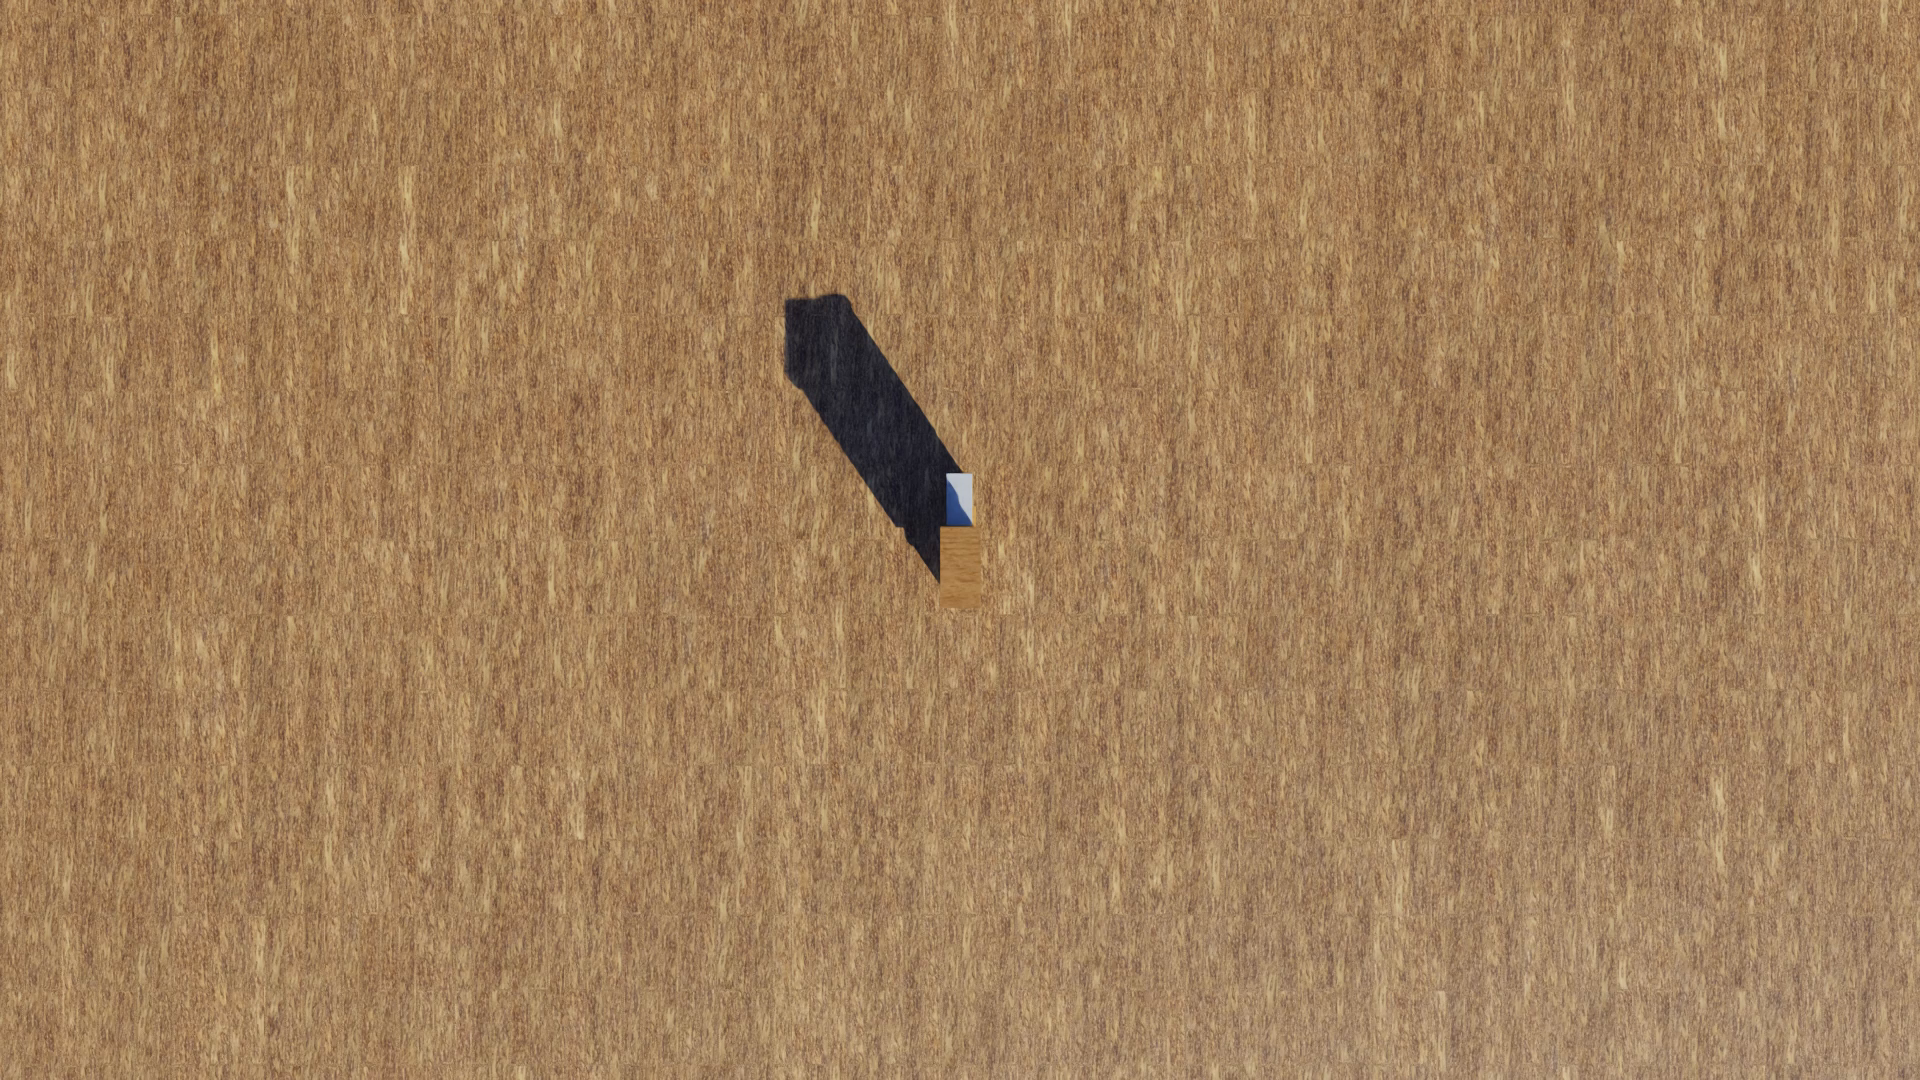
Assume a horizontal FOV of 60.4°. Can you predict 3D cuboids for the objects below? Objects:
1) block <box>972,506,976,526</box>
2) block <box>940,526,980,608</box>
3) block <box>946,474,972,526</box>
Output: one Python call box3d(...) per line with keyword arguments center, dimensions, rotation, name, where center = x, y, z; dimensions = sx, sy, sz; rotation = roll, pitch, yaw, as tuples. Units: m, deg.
box3d(center=(0.004, -0.014, 5.298), dimensions=(0.095, 0.027, 0.189), rotation=(0, 90, 0), name="block")
box3d(center=(0.002, 0.083, 5.020), dimensions=(0.123, 0.035, 0.247), rotation=(0, 90, 0), name="block")
box3d(center=(-0.002, -0.126, 5.113), dimensions=(0.080, 0.023, 0.160), rotation=(0, 90, 0), name="block")
